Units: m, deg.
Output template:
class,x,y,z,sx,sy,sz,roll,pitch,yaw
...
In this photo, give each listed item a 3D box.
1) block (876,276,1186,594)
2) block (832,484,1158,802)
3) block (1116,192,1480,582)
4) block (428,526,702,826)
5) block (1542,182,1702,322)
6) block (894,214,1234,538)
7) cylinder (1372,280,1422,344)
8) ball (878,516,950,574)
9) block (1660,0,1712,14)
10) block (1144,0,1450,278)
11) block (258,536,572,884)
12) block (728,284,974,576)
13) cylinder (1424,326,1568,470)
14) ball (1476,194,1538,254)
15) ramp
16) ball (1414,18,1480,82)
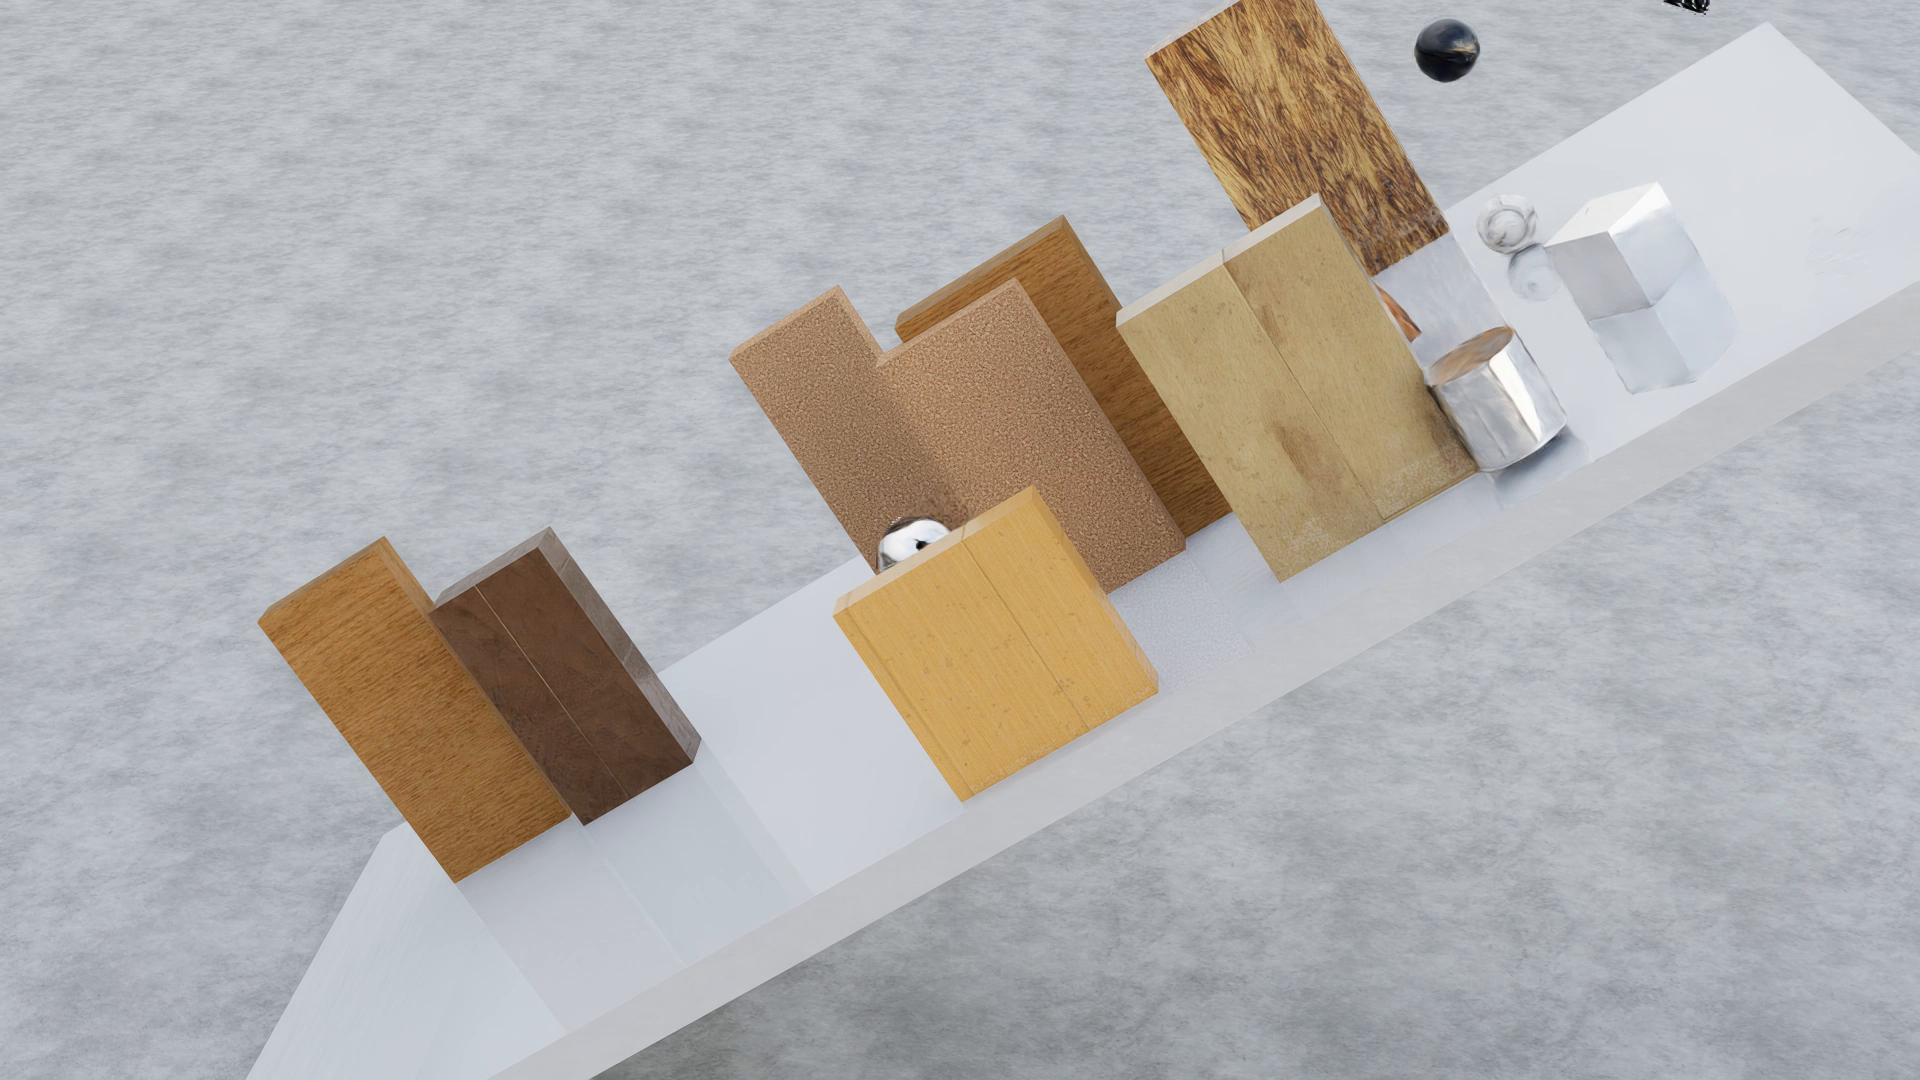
class,x,y,z,sx,sy,sz,roll,pitch,yaw
block,0.145,-0.174,5.903,0.326,0.646,0.083,-30,15,13
block,0.067,0.192,5.344,0.424,0.432,0.087,-30,15,13
block,0.617,-0.272,5.356,0.424,0.576,0.102,-30,15,13
block,-0.887,0.309,6.639,0.303,0.607,0.139,-30,15,13
block,1.270,-0.552,5.642,0.174,0.174,0.174,-42,17,-29
block,0.221,-0.262,5.951,0.394,0.681,0.108,-30,15,13
cylinder,0.846,-0.431,6.108,0.158,0.158,0.158,42,15,-14
ball,-0.093,0.036,6.508,0.179,0.179,0.179,0,20,0
block,1.499,-1.183,6.102,0.121,0.121,0.121,13,27,-13
block,0.778,-0.920,6.779,0.392,0.711,0.108,-30,15,13
block,-1.249,0.398,6.803,0.335,0.771,0.098,-30,15,13
block,-0.210,-0.213,6.689,0.287,0.689,0.088,-30,15,13
cylinder,0.952,-0.252,5.234,0.186,0.186,0.186,-32,14,9
ball,1.177,-0.679,6.321,0.130,0.130,0.130,0,20,0
ramp,0.140,0.170,6.293,4.000,0.100,2.000,-30,15,13
ball,0.983,-0.989,5.935,0.130,0.130,0.130,0,20,0
